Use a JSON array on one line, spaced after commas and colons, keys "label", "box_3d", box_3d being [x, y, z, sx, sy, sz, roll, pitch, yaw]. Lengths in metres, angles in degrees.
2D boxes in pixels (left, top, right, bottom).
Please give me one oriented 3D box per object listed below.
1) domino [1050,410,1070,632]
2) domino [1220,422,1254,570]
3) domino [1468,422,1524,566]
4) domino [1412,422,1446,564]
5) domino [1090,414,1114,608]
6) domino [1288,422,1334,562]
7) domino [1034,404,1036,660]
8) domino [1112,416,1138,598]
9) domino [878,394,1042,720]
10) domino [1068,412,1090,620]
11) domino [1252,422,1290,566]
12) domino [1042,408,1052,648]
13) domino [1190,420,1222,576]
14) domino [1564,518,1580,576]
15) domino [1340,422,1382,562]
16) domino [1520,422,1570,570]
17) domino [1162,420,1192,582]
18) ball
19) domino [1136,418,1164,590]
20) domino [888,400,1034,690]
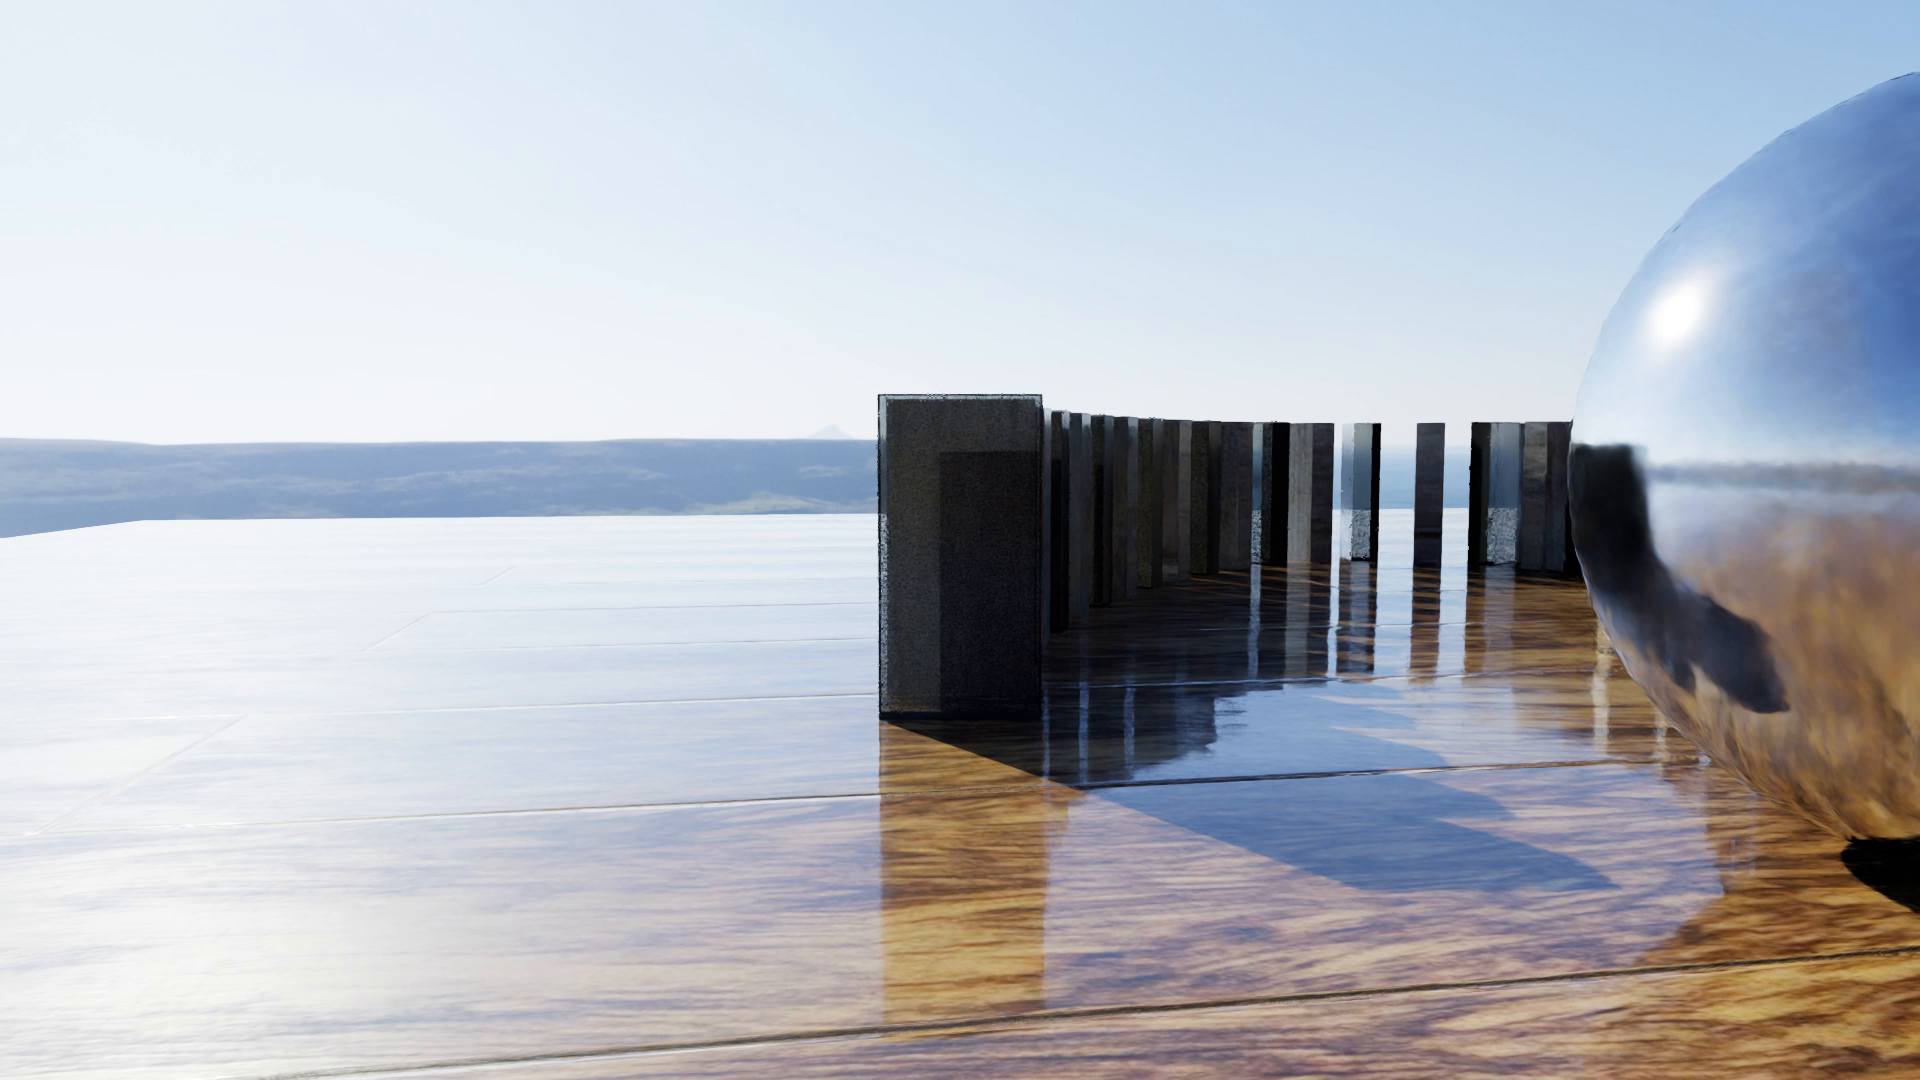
[{"label": "domino", "box_3d": [0.012, -0.005, 0.295, 0.025, 0.050, 0.010, 1, 4, 15]}, {"label": "domino", "box_3d": [0.087, -0.016, 0.443, 0.025, 0.050, 0.010, 4, 6, 41]}, {"label": "domino", "box_3d": [0.192, -0.017, 0.458, 0.025, 0.050, 0.010, -4, 6, -44]}, {"label": "domino", "box_3d": [0.171, -0.018, 0.469, 0.009, 0.050, 0.025, 1, 5, 18]}, {"label": "domino", "box_3d": [0.027, -0.008, 0.340, 0.025, 0.050, 0.010, 2, 5, 22]}, {"label": "domino", "box_3d": [0.125, -0.018, 0.471, 0.009, 0.050, 0.025, -2, 5, -23]}, {"label": "domino", "box_3d": [0.002, -0.001, 0.248, 0.025, 0.050, 0.010, 1, 4, 7]}, {"label": "domino", "box_3d": [0.037, -0.010, 0.362, 0.025, 0.050, 0.009, 2, 5, 25]}, {"label": "domino", "box_3d": [0.000, 0.002, 0.201, 0.025, 0.050, 0.010, 0, 4, 0]}, {"label": "domino", "box_3d": [0.019, -0.006, 0.318, 0.025, 0.050, 0.009, 1, 5, 19]}, {"label": "domino", "box_3d": [0.104, -0.017, 0.459, 0.010, 0.050, 0.025, -3, 5, -38]}, {"label": "domino", "box_3d": [0.006, -0.003, 0.272, 0.025, 0.050, 0.009, 1, 4, 12]}, {"label": "domino", "box_3d": [0.072, -0.014, 0.424, 0.025, 0.050, 0.009, 3, 5, 36]}, {"label": "domino", "box_3d": [0.211, -0.014, 0.415, 0.025, 0.050, 0.010, 0, 4, -5]}, {"label": "domino", "box_3d": [0.148, -0.018, 0.476, 0.009, 0.050, 0.025, 1, 4, 7]}, {"label": "domino", "box_3d": [0.205, -0.015, 0.438, 0.025, 0.050, 0.010, -2, 5, -24]}, {"label": "domino", "box_3d": [0.059, -0.013, 0.404, 0.025, 0.050, 0.010, 3, 5, 32]}, {"label": "ball", "box_3d": [0.104, -0.007, 0.126, 0.080, 0.080, 0.080, 0, 4, 0]}, {"label": "domino", "box_3d": [0.047, -0.011, 0.384, 0.025, 0.050, 0.010, 2, 5, 28]}, {"label": "domino", "box_3d": [0.000, 0.001, 0.225, 0.025, 0.050, 0.009, 0, 4, 2]}]
